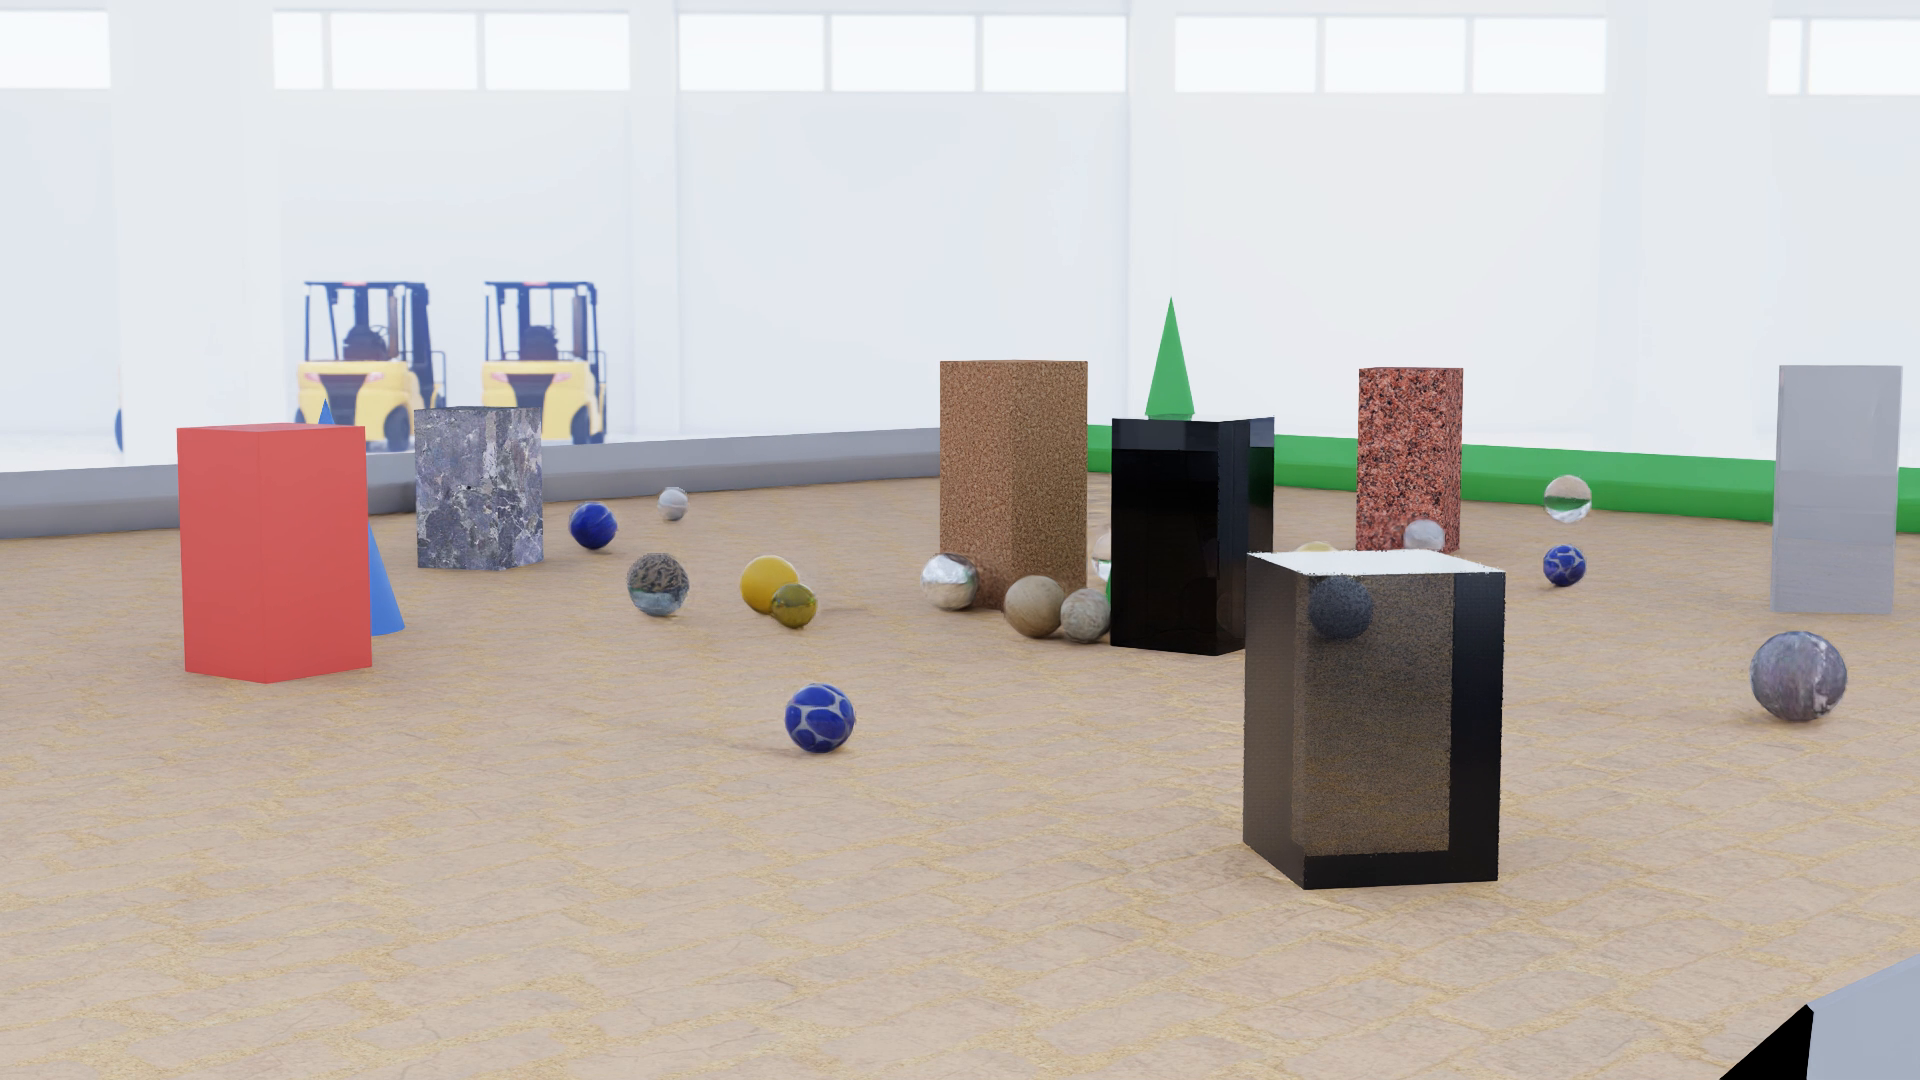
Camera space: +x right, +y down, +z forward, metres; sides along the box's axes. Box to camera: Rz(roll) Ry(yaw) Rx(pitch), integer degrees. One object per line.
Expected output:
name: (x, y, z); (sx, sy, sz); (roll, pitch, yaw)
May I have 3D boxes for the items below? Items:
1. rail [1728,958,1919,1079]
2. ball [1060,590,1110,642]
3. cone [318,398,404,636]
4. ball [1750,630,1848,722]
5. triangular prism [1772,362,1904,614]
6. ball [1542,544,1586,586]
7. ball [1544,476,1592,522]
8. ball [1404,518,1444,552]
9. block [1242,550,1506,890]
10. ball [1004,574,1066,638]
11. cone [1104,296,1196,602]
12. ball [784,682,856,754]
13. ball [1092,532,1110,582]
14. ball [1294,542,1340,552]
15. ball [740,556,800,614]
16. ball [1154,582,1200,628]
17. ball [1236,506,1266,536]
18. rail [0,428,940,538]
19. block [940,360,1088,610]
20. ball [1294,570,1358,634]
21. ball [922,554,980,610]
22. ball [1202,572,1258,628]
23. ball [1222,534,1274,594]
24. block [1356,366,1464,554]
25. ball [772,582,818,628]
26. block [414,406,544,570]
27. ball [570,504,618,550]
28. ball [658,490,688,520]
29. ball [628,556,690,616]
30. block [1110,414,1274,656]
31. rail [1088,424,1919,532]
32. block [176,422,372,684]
rail: (1.328, 0.183, 1.901); (4.314, 0.129, 0.045); (-5, 8, -42)
ball: (0.171, 0.102, 2.960); (0.071, 0.071, 0.071); (0, 6, 0)
cone: (-0.880, -0.036, 3.066); (0.198, 0.325, 0.198); (0, 6, 0)
ball: (0.910, 0.148, 2.388); (0.099, 0.099, 0.099); (0, 6, 0)
triangular prism: (1.300, -0.082, 3.311); (0.172, 0.365, 0.149); (1, 6, 7)
ball: (0.978, 0.042, 3.559); (0.068, 0.068, 0.068); (0, 6, 0)
ball: (1.280, -0.086, 4.629); (0.099, 0.099, 0.099); (0, 6, 0)
ball: (0.834, -0.002, 3.957); (0.072, 0.072, 0.072); (0, 6, 0)
block: (0.330, 0.139, 1.774); (0.159, 0.244, 0.159); (-1, 6, -10)
ball: (0.103, 0.090, 3.004); (0.086, 0.086, 0.086); (0, 6, 0)
cone: (0.304, -0.121, 3.190); (0.198, 0.468, 0.198); (0, 6, 0)
ball: (-0.142, 0.180, 2.219); (0.071, 0.071, 0.071); (0, 6, 0)
ball: (0.260, 0.028, 3.585); (0.089, 0.089, 0.089); (0, 6, 0)
ball: (0.545, 0.050, 3.359); (0.093, 0.093, 0.093); (0, 6, 0)
ball: (-0.280, 0.066, 3.229); (0.088, 0.088, 0.088); (0, 6, 0)
ball: (0.305, 0.092, 3.086); (0.065, 0.065, 0.065); (0, 6, 0)
ball: (0.575, -0.036, 4.340); (0.060, 0.060, 0.060); (0, 6, 0)
rail: (-1.328, -0.116, 4.763); (4.314, 0.129, 0.045); (-5, 8, -42)
block: (0.081, -0.088, 3.351); (0.159, 0.369, 0.159); (-5, 8, -42)
ball: (0.508, 0.086, 3.045); (0.087, 0.087, 0.087); (0, 6, 0)
ball: (-0.014, 0.063, 3.270); (0.086, 0.086, 0.086); (0, 6, 0)
ball: (0.378, 0.085, 3.086); (0.079, 0.079, 0.079); (0, 6, 0)
ball: (0.446, 0.038, 3.462); (0.095, 0.095, 0.095); (0, 6, 0)
block: (0.833, -0.148, 4.072); (0.159, 0.339, 0.159); (3, 7, 24)
ball: (-0.233, 0.092, 3.091); (0.065, 0.065, 0.065); (0, 6, 0)
block: (-0.843, -0.094, 3.861); (0.159, 0.274, 0.159); (2, 6, 18)
ball: (-0.686, -0.026, 4.114); (0.087, 0.087, 0.087); (0, 6, 0)
ball: (-0.610, -0.074, 4.674); (0.067, 0.067, 0.067); (0, 6, 0)
ball: (-0.441, 0.067, 3.216); (0.089, 0.089, 0.089); (0, 6, 0)
block: (0.310, -0.012, 2.935); (0.159, 0.304, 0.159); (4, 7, 34)
rail: (1.568, -0.116, 4.771); (0.045, 0.129, 3.963); (-5, 8, -42)
block: (-0.849, 0.011, 2.726); (0.159, 0.302, 0.159); (4, 7, 35)
